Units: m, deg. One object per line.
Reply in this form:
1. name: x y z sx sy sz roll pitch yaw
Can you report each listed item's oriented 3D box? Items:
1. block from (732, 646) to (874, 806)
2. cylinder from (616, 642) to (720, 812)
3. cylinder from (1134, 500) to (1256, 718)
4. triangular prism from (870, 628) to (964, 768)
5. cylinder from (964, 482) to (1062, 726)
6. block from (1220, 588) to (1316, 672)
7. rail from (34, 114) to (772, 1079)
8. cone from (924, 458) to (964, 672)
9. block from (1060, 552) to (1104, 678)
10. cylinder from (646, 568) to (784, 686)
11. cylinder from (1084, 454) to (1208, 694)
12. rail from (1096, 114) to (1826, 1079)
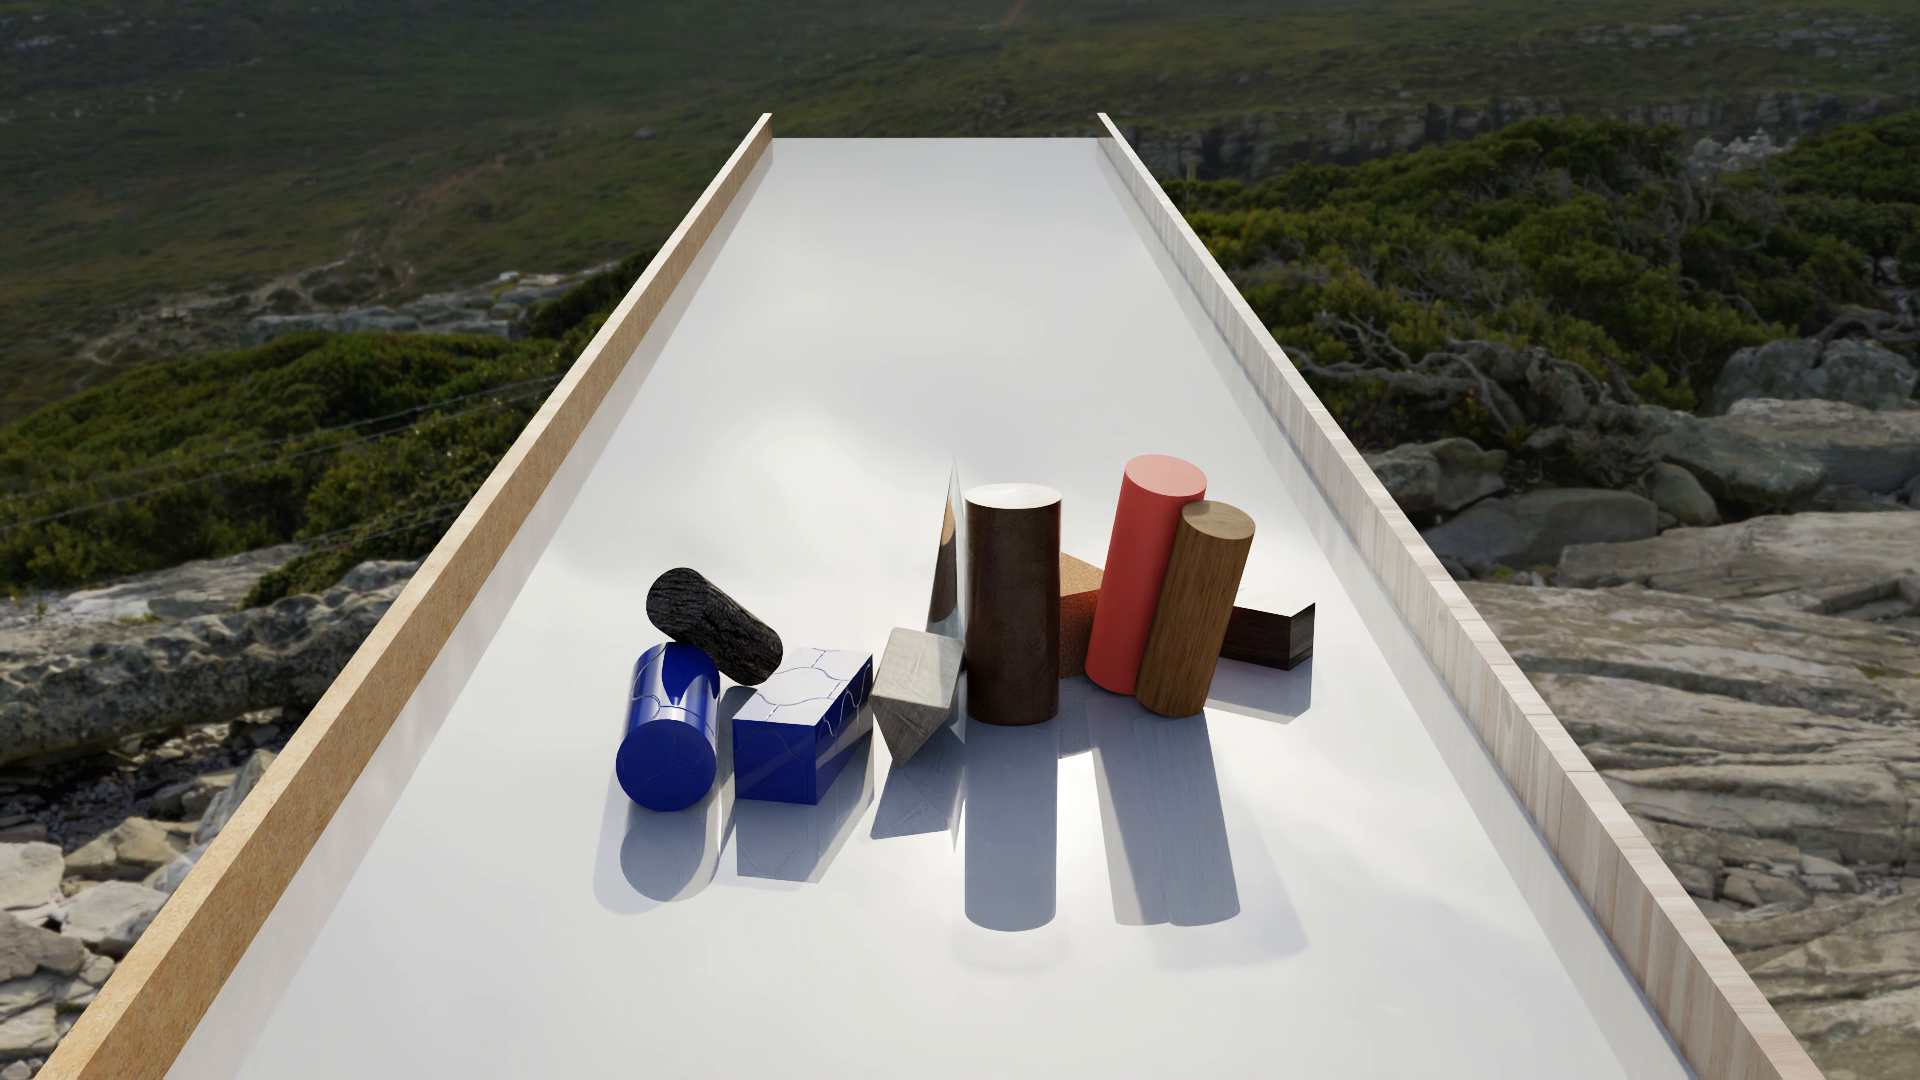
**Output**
1. block: -0.272 0.323 3.887 0.145 0.145 0.375 4 17 12
2. cylinder: -0.507 0.321 3.856 0.167 0.167 0.391 -1 17 -5
3. cylinder: 0.432 0.129 4.066 0.137 0.391 0.137 9 30 -5
4. triangular prism: -0.095 0.259 4.022 0.125 0.144 0.371 39 16 -7
5. cylinder: 0.098 0.119 4.093 0.178 0.419 0.178 0 17 0
6. block: 0.517 0.161 4.487 0.395 0.114 0.114 11 20 32
7. rail: -1.118 -0.838 7.780 0.050 0.150 12.000 0 17 -1
8. cone: -0.012 0.037 4.347 0.136 0.424 0.136 0 14 0
9. block: 0.153 0.125 4.508 0.170 0.170 0.440 -10 19 -30
10. cylinder: -0.458 0.167 4.140 0.126 0.126 0.340 7 -17 22
11. cylinder: 0.350 0.068 4.174 0.154 0.444 0.154 7 31 -4
12. rail: 0.932 -0.844 7.801 0.050 0.150 12.000 0 17 -1
